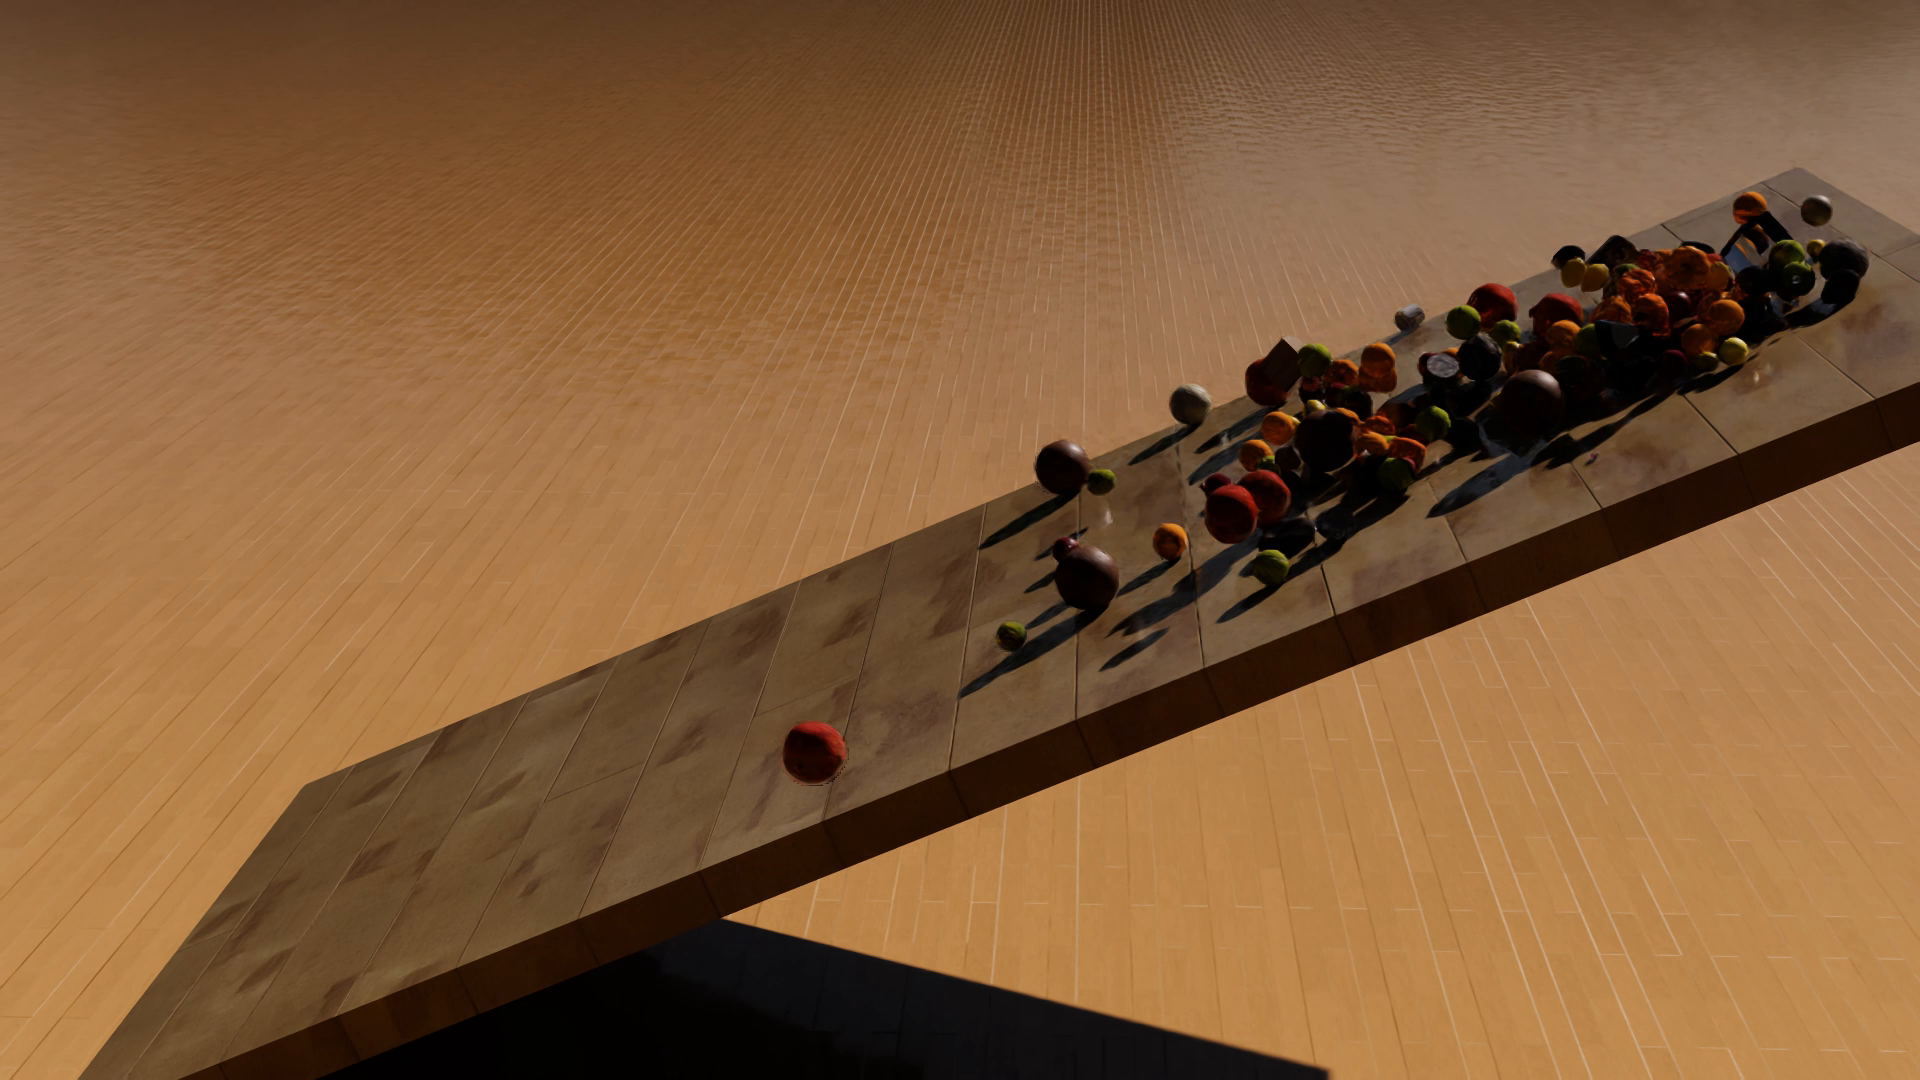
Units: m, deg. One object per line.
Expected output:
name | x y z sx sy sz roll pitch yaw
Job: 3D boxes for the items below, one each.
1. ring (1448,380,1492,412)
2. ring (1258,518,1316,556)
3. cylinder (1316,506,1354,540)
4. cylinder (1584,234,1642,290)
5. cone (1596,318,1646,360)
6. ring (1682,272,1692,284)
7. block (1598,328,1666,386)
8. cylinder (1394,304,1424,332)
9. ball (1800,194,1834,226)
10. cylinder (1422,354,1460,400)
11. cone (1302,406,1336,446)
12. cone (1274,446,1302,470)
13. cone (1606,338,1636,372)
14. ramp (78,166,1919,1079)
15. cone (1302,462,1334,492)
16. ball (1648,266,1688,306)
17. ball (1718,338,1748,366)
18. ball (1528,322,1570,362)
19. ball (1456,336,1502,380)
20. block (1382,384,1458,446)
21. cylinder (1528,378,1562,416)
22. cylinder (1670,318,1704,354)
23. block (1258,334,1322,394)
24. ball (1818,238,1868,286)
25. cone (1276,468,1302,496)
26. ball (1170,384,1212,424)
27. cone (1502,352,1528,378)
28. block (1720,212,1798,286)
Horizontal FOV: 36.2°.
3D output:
ring | 1.068 -0.303 6.184 0.109 0.036 0.109 -22 12 5
ring | 0.639 -0.005 5.747 0.120 0.040 0.120 -24 12 5
cylinder | 0.718 -0.032 5.631 0.061 0.061 0.061 -1 -1 -5
cylinder | 1.448 -0.614 6.520 0.090 0.090 0.090 -44 26 -7
cone | 1.289 -0.401 5.702 0.085 0.085 0.085 -17 6 28
ring | 1.537 -0.554 6.319 0.075 0.025 0.075 -13 -14 -3
block | 1.329 -0.361 5.823 0.078 0.078 0.078 -35 14 -35
cylinder | 1.078 -0.535 7.063 0.051 0.051 0.051 -28 28 -32
ball | 1.749 -0.671 5.999 0.065 0.065 0.065 0 15 0
cylinder | 0.999 -0.338 6.114 0.069 0.069 0.069 0 47 0
cone | 0.774 -0.263 6.458 0.081 0.081 0.081 -23 13 5
cone | 0.670 -0.179 5.976 0.057 0.057 0.057 -1 -25 -3
cone | 1.329 -0.381 5.961 0.061 0.061 0.061 -23 11 5
ramp | 0.130 0.171 6.285 4.000 0.100 2.000 -22 13 8
cone | 0.746 -0.128 6.077 0.064 0.064 0.064 1 14 -10
ball | 1.446 -0.518 6.013 0.081 0.081 0.081 0 15 0
ball | 1.476 -0.359 5.616 0.055 0.055 0.055 0 15 0
ball | 1.245 -0.418 6.211 0.087 0.087 0.087 0 15 0
ball | 1.092 -0.382 6.185 0.095 0.095 0.095 0 15 0
block | 0.952 -0.260 6.086 0.094 0.094 0.094 -29 13 -19
cylinder | 1.159 -0.284 5.822 0.062 0.062 0.062 -4 -9 -1
cylinder | 1.446 -0.406 5.848 0.062 0.062 0.062 3 18 9
block | 0.757 -0.404 6.754 0.090 0.090 0.090 44 23 11
ball | 1.742 -0.548 5.799 0.095 0.095 0.095 0 15 0
cone | 0.682 -0.140 6.143 0.072 0.072 0.072 -23 13 5
ball | 0.555 -0.327 7.082 0.100 0.100 0.100 0 15 0
cone | 1.173 -0.362 6.244 0.054 0.054 0.054 5 50 18
block | 1.662 -0.607 6.124 0.092 0.092 0.092 -30 -18 -23
